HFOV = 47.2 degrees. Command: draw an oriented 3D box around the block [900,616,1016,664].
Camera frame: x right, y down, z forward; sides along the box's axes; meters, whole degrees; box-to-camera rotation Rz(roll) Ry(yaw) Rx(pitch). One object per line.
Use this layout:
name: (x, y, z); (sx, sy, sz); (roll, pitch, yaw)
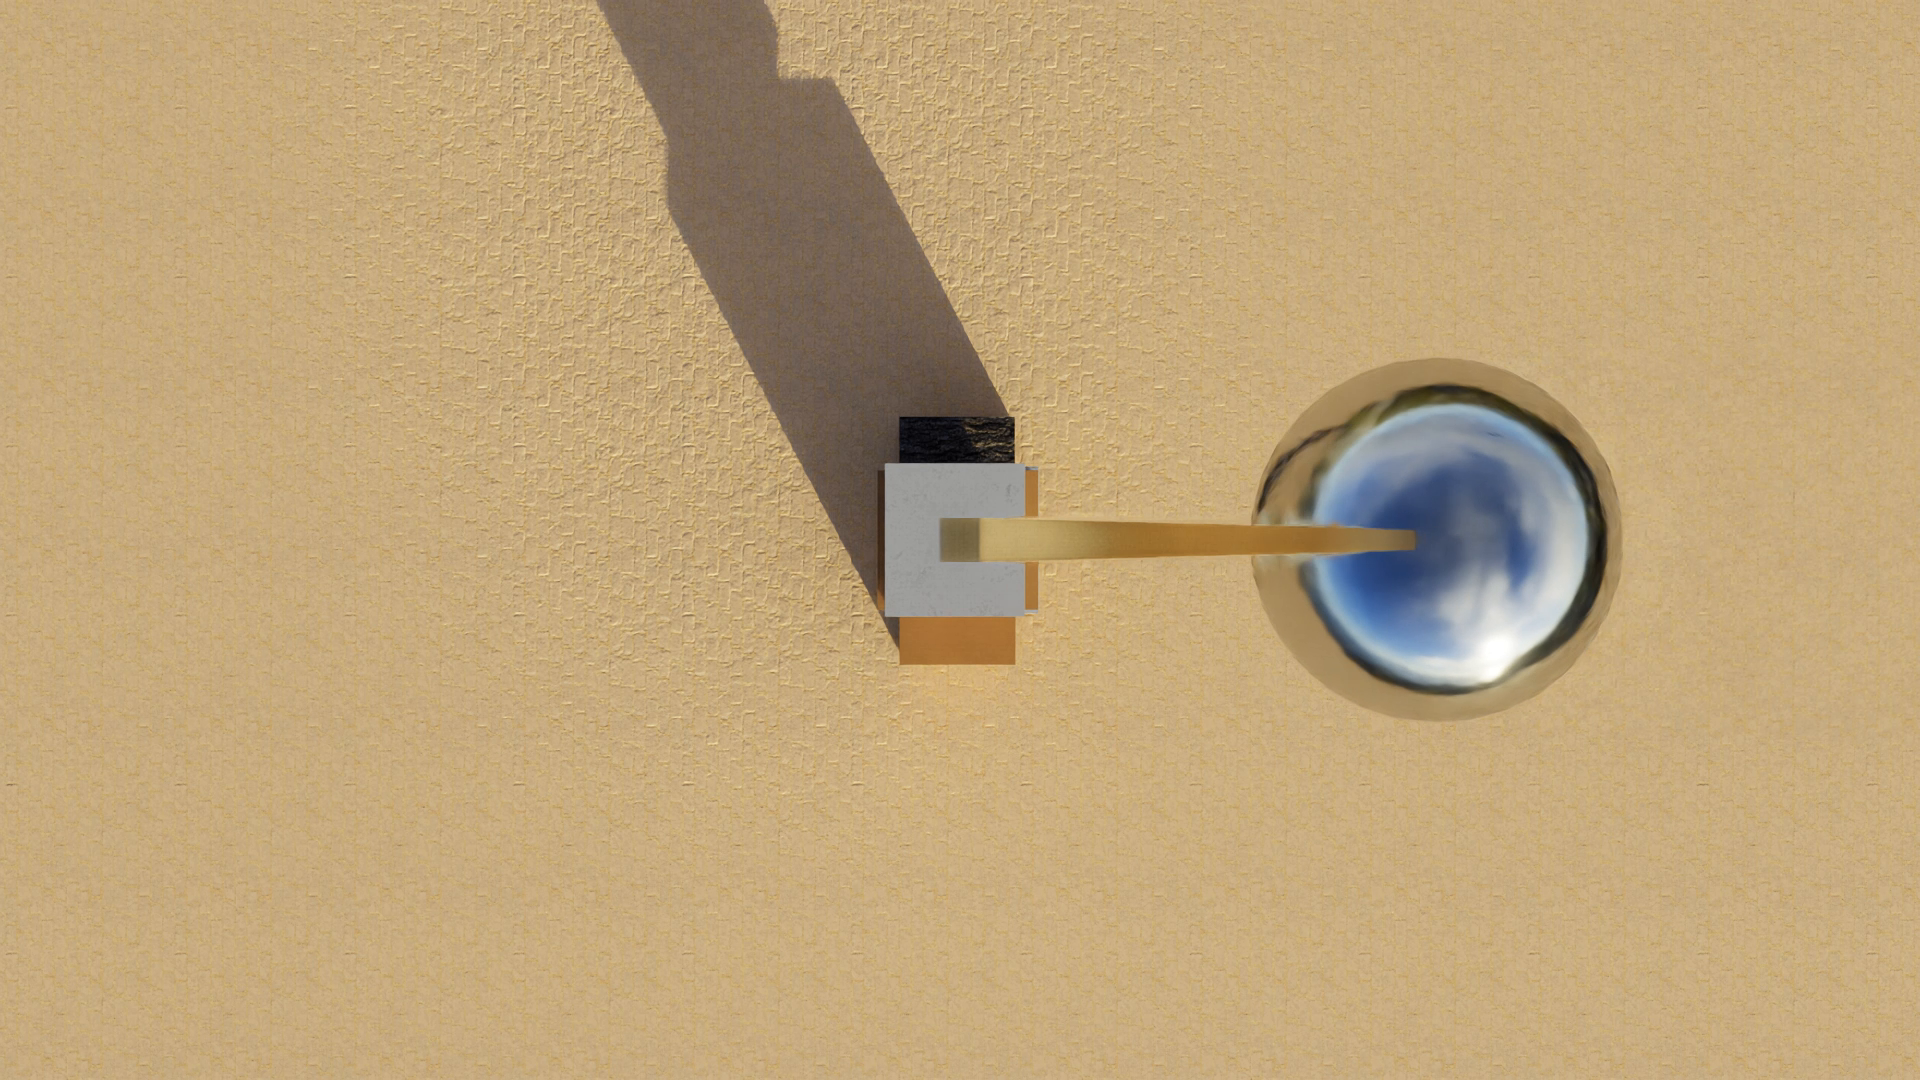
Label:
block: (-0.014, 0.305, 12.654); (0.650, 0.691, 0.788); (0, 90, 0)

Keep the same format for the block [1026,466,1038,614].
block: (0.007, 0.000, 9.470); (0.641, 0.630, 0.611); (0, 90, 0)

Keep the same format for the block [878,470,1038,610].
block: (-0.009, 0.000, 8.865); (0.626, 0.579, 0.542); (0, 90, 0)

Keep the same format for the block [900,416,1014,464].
block: (-0.016, -0.399, 12.738); (0.656, 0.525, 0.600); (0, 90, 0)

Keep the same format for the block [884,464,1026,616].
block: (-0.018, 0.000, 8.289); (0.510, 0.574, 0.558); (0, 90, 0)

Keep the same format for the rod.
rod: (0.899, 0.000, 6.441); (0.080, 5.200, 0.080); (0, 90, 20)

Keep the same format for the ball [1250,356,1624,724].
ball: (2.074, 0.000, 9.631); (1.600, 1.600, 1.600); (0, 90, 0)
